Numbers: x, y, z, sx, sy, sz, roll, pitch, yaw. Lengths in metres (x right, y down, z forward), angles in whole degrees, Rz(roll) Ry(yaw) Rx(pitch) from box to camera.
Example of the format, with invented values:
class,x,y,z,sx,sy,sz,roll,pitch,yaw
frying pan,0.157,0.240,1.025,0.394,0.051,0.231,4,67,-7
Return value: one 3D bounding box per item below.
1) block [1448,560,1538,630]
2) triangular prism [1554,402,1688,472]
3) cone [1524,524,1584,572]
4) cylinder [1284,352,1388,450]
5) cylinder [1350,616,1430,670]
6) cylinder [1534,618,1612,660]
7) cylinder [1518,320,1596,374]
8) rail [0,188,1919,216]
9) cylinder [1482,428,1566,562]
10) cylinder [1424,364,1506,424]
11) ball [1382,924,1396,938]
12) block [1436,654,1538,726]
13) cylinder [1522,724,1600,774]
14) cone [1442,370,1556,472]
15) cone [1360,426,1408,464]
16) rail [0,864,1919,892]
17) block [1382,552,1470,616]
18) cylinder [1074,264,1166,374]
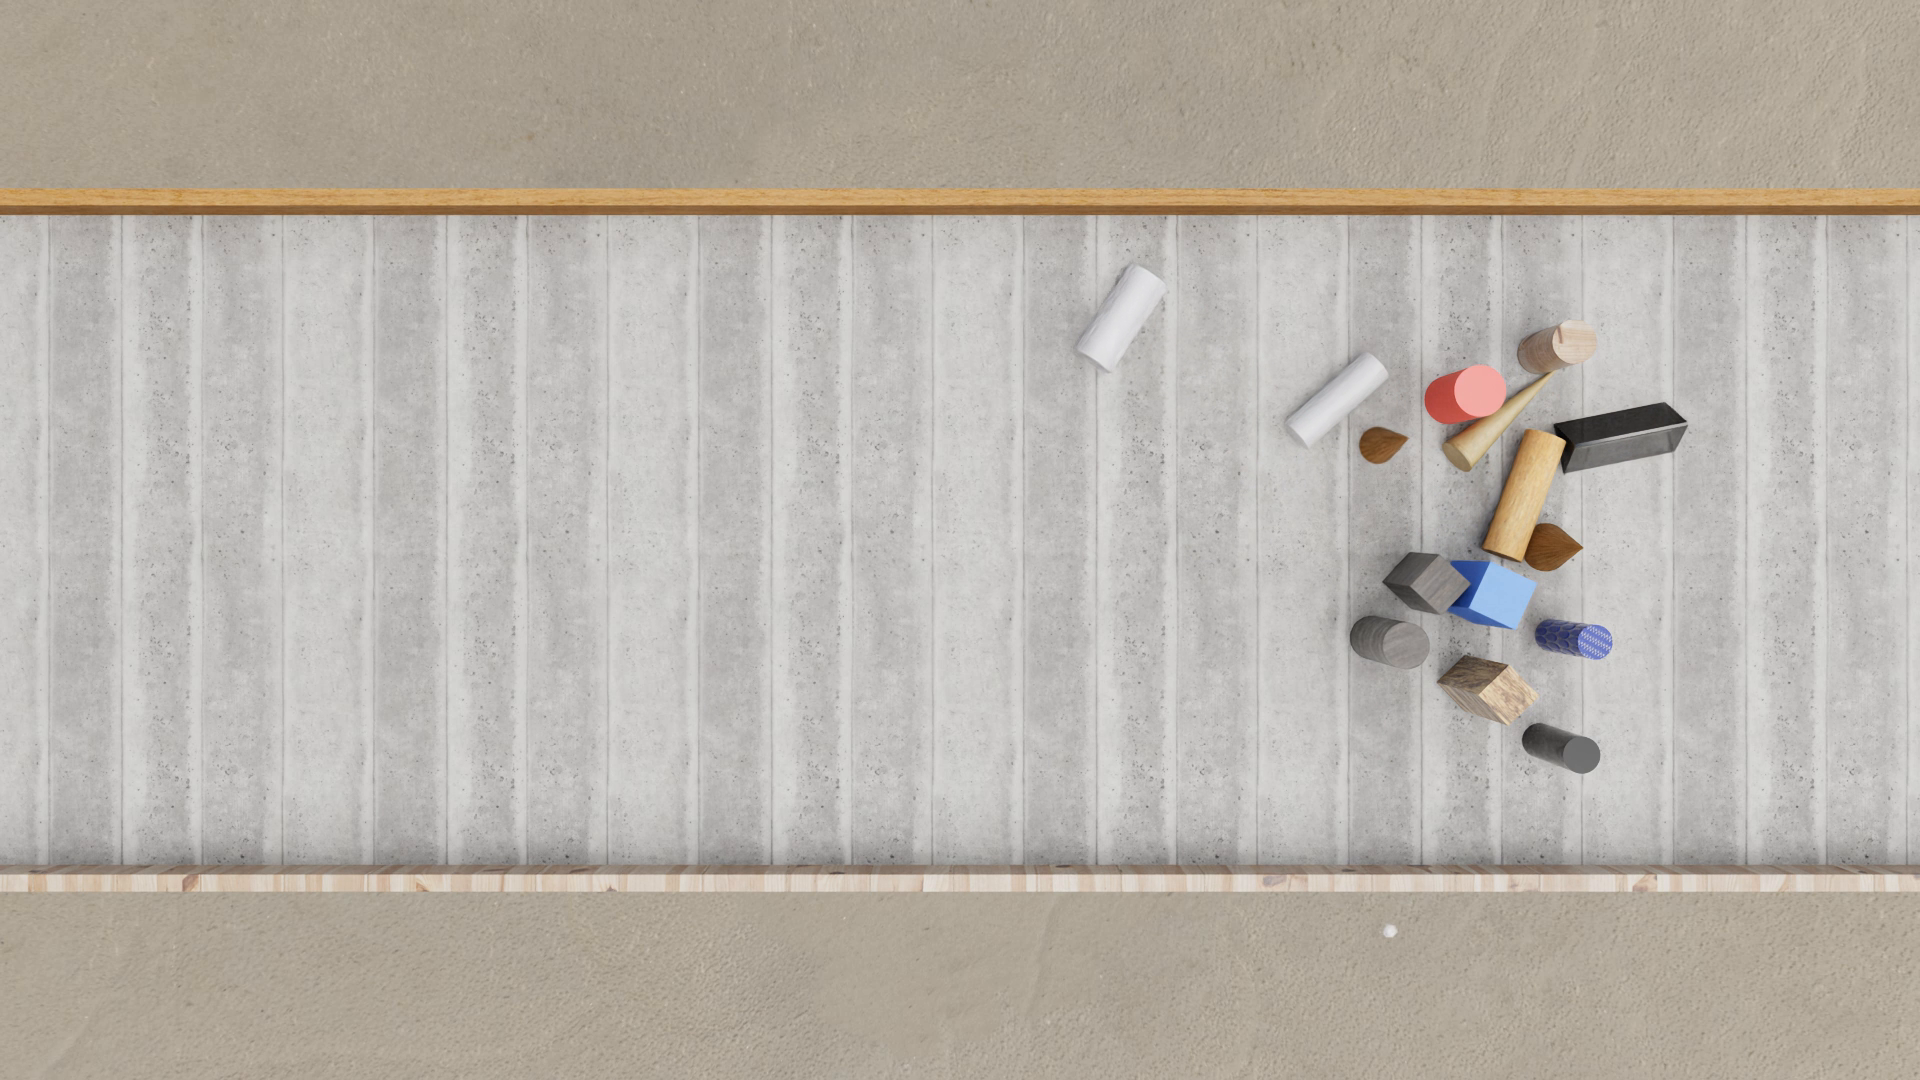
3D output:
class,x,y,z,sx,sy,sz,roll,pitch,yaw
block,1.550,0.160,4.891,0.147,0.370,0.147,25,90,0
triangular prism,2.012,-0.315,5.006,0.346,0.133,0.154,-11,90,0
cone,1.803,0.022,4.920,0.149,0.312,0.149,0,90,0
cylinder,1.145,-0.424,5.022,0.328,0.108,0.108,-42,90,0
cylinder,1.267,0.301,4.879,0.134,0.396,0.134,0,90,0
cylinder,1.819,0.293,4.900,0.101,0.353,0.101,0,90,0
cylinder,1.779,-0.574,4.924,0.129,0.304,0.129,0,90,0
rail,-2.247,-1.025,5.002,12.000,0.150,0.050,0,90,0
cylinder,1.714,-0.134,5.015,0.124,0.124,0.388,21,90,0
cylinder,1.505,-0.431,4.923,0.150,0.307,0.150,0,90,0
ball,6.464,5.879,24.828,0.207,0.207,0.207,0,90,0
block,1.552,0.439,4.870,0.122,0.413,0.122,-44,90,0
cylinder,1.783,0.617,4.903,0.108,0.346,0.108,0,90,0
cone,1.684,-0.398,5.048,0.460,0.116,0.116,-40,90,-7
cone,1.284,-0.291,4.885,0.114,0.381,0.114,0,90,1
rail,-2.247,1.025,5.001,12.000,0.150,0.050,0,90,0
block,1.385,0.127,4.910,0.125,0.331,0.125,43,91,0
cylinder,0.488,-0.671,5.010,0.132,0.132,0.311,33,90,0
